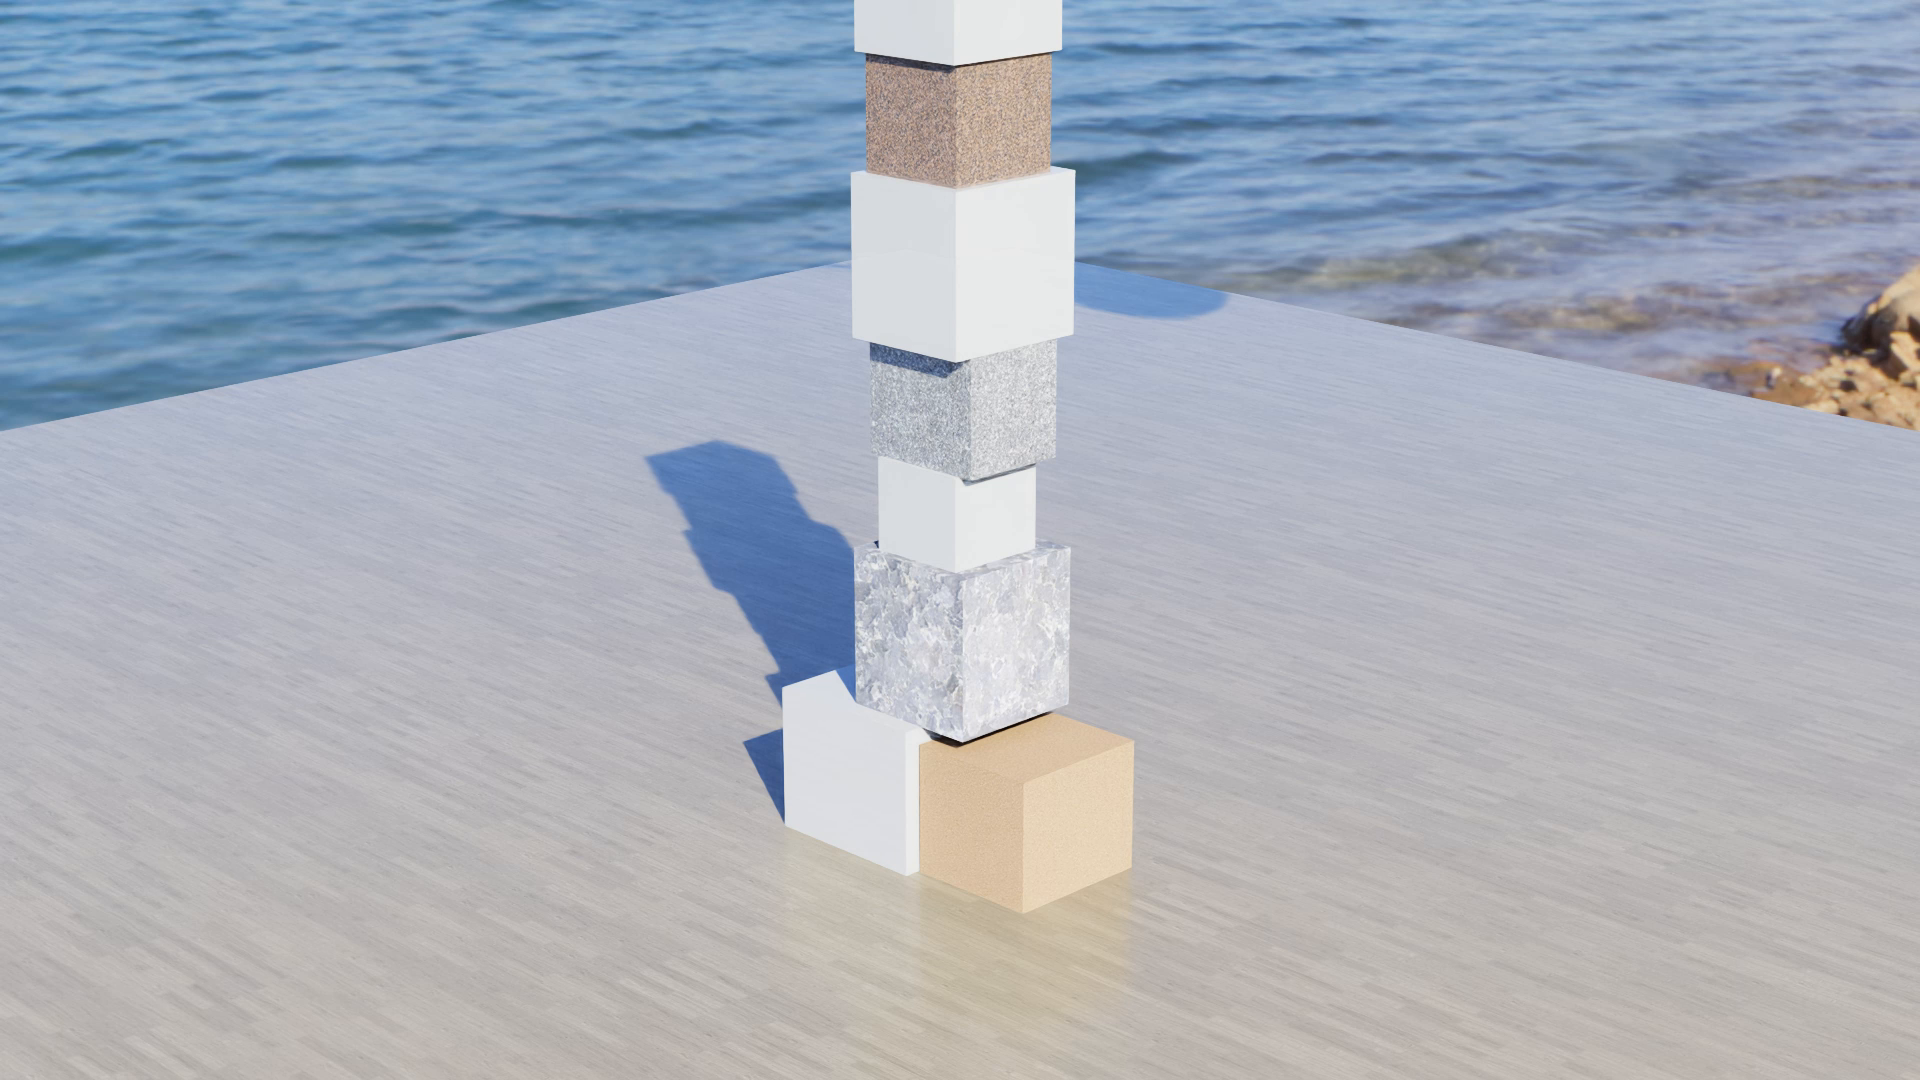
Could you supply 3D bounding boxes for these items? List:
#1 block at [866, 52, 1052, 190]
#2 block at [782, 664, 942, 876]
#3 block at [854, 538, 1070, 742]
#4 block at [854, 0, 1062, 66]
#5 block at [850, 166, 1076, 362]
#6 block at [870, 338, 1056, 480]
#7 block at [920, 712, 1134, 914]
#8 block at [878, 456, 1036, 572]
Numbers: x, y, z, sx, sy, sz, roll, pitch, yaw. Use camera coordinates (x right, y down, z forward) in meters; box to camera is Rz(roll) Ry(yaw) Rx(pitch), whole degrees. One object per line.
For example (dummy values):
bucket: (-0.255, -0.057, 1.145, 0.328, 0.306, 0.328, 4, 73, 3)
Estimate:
block: (-0.006, -1.862, 12.750, 0.583, 0.531, 0.555, -17, 24, -42)
block: (-0.246, 1.029, 13.900, 0.835, 0.703, 0.833, -17, 24, -42)
block: (0.010, 0.395, 13.477, 0.693, 0.759, 0.701, -17, 24, -42)
block: (-0.007, -2.384, 12.585, 0.656, 0.563, 0.609, -17, 24, -42)
block: (0.014, -1.263, 12.960, 0.740, 0.739, 0.651, -17, 24, -42)
block: (0.013, -0.647, 13.152, 0.541, 0.551, 0.639, -17, 24, -42)
block: (0.304, 1.219, 13.419, 0.726, 0.627, 0.655, -17, 24, -42)
block: (-0.013, -0.168, 13.275, 0.511, 0.436, 0.493, -17, 24, -42)
